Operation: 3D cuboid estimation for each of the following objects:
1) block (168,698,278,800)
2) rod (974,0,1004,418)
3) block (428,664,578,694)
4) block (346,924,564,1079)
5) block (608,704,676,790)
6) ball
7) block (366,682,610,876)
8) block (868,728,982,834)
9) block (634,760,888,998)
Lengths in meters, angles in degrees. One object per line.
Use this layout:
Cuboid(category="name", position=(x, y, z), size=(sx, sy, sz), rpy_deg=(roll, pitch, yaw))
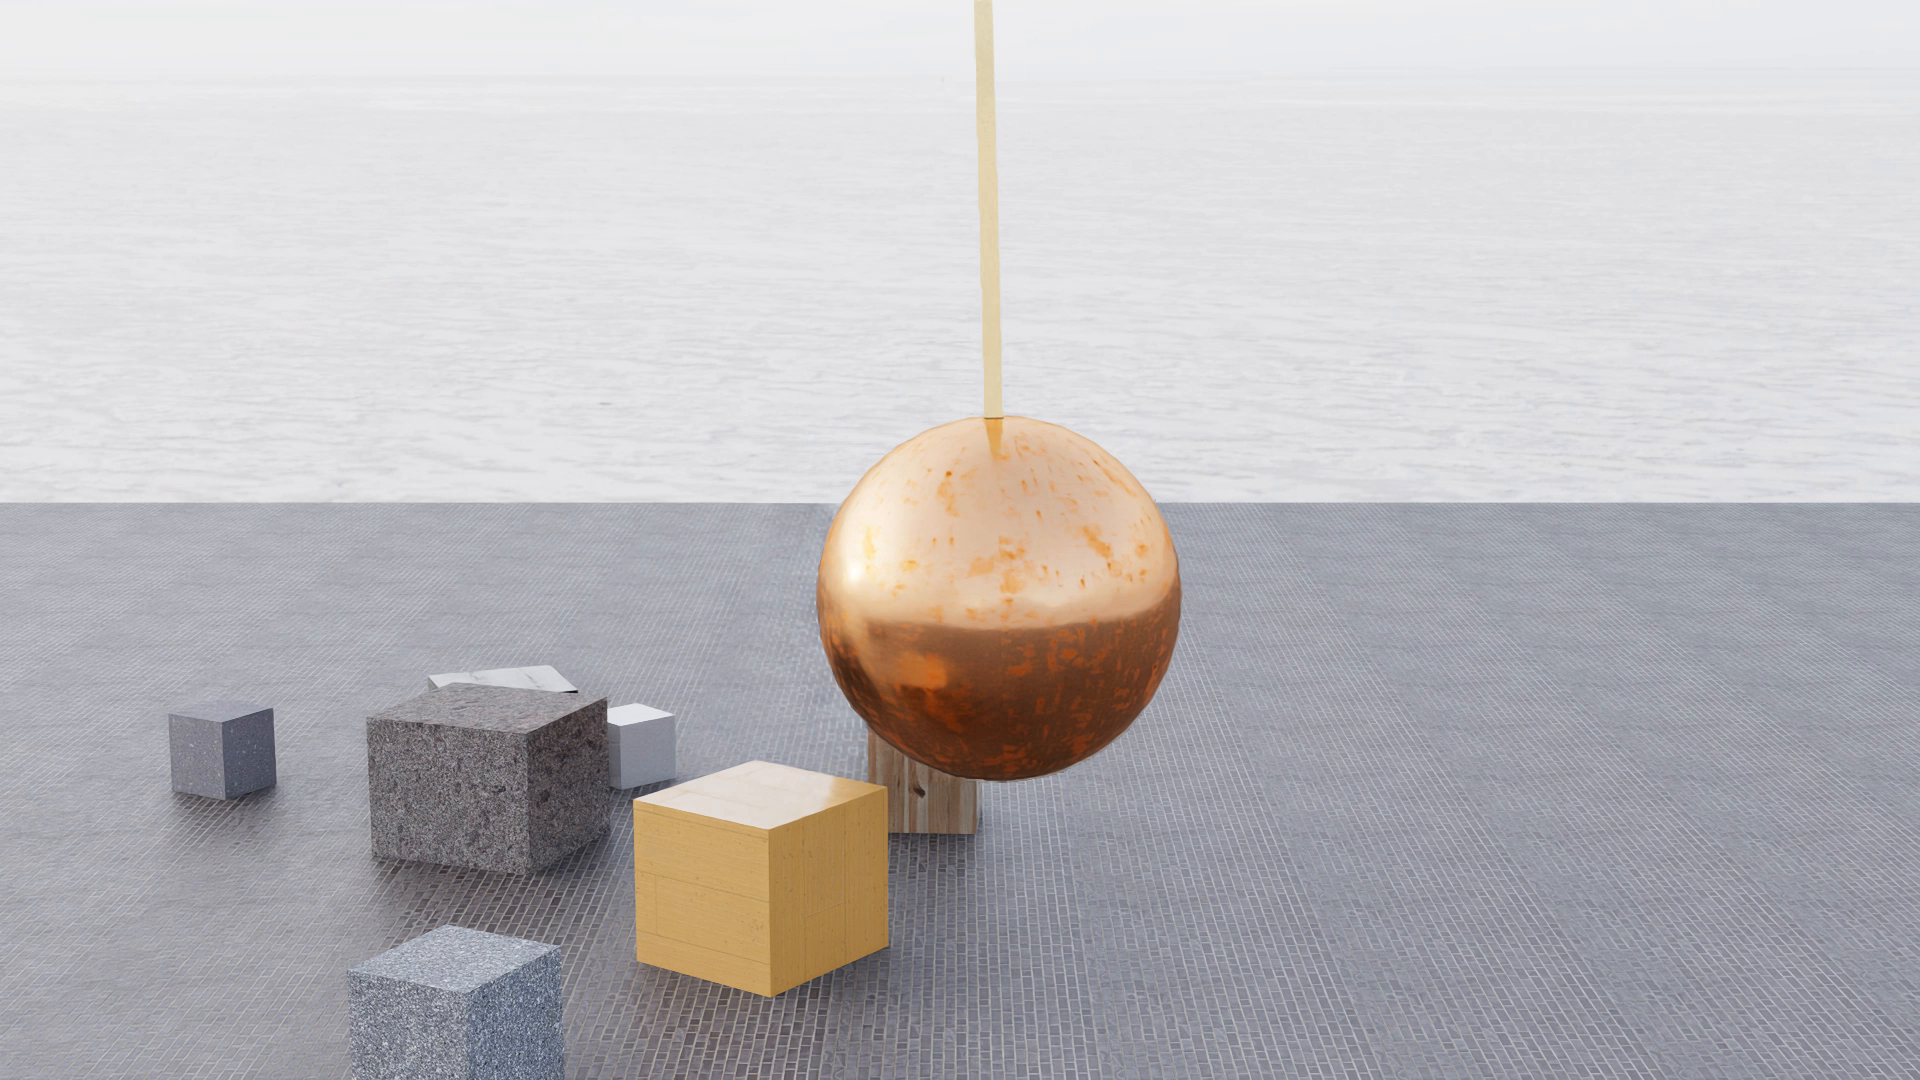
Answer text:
Cuboid(category="block", position=(-3.666, 1.038, 12.760), size=(0.360, 0.392, 0.350), rpy_deg=(6, 12, 29))
Cuboid(category="rod", position=(0.073, -3.090, 10.618), size=(0.080, 5.200, 0.080), rpy_deg=(-2, 10, 0))
Cuboid(category="block", position=(-2.288, 0.962, 12.854), size=(0.625, 0.508, 0.593), rpy_deg=(-4, 11, -22))
Cuboid(category="block", position=(-1.735, 1.686, 8.866), size=(0.504, 0.510, 0.527), rpy_deg=(5, 12, 27))
Cuboid(category="block", position=(-1.667, 1.038, 12.942), size=(0.334, 0.327, 0.331), rpy_deg=(-9, 14, -41))
Cuboid(category="ball", position=(0.169, 0.254, 11.226), size=(1.600, 1.600, 1.600), rpy_deg=(0, 10, 0))
Cuboid(category="block", position=(-2.160, 1.082, 11.809), size=(0.824, 0.647, 0.735), rpy_deg=(4, 11, 21))
Cuboid(category="block", position=(-0.162, 1.068, 12.193), size=(0.509, 0.535, 0.458), rpy_deg=(1, 10, 4))
Cuboid(category="block", position=(-0.794, 1.341, 10.314), size=(0.702, 0.670, 0.739), rpy_deg=(7, 13, 36))
